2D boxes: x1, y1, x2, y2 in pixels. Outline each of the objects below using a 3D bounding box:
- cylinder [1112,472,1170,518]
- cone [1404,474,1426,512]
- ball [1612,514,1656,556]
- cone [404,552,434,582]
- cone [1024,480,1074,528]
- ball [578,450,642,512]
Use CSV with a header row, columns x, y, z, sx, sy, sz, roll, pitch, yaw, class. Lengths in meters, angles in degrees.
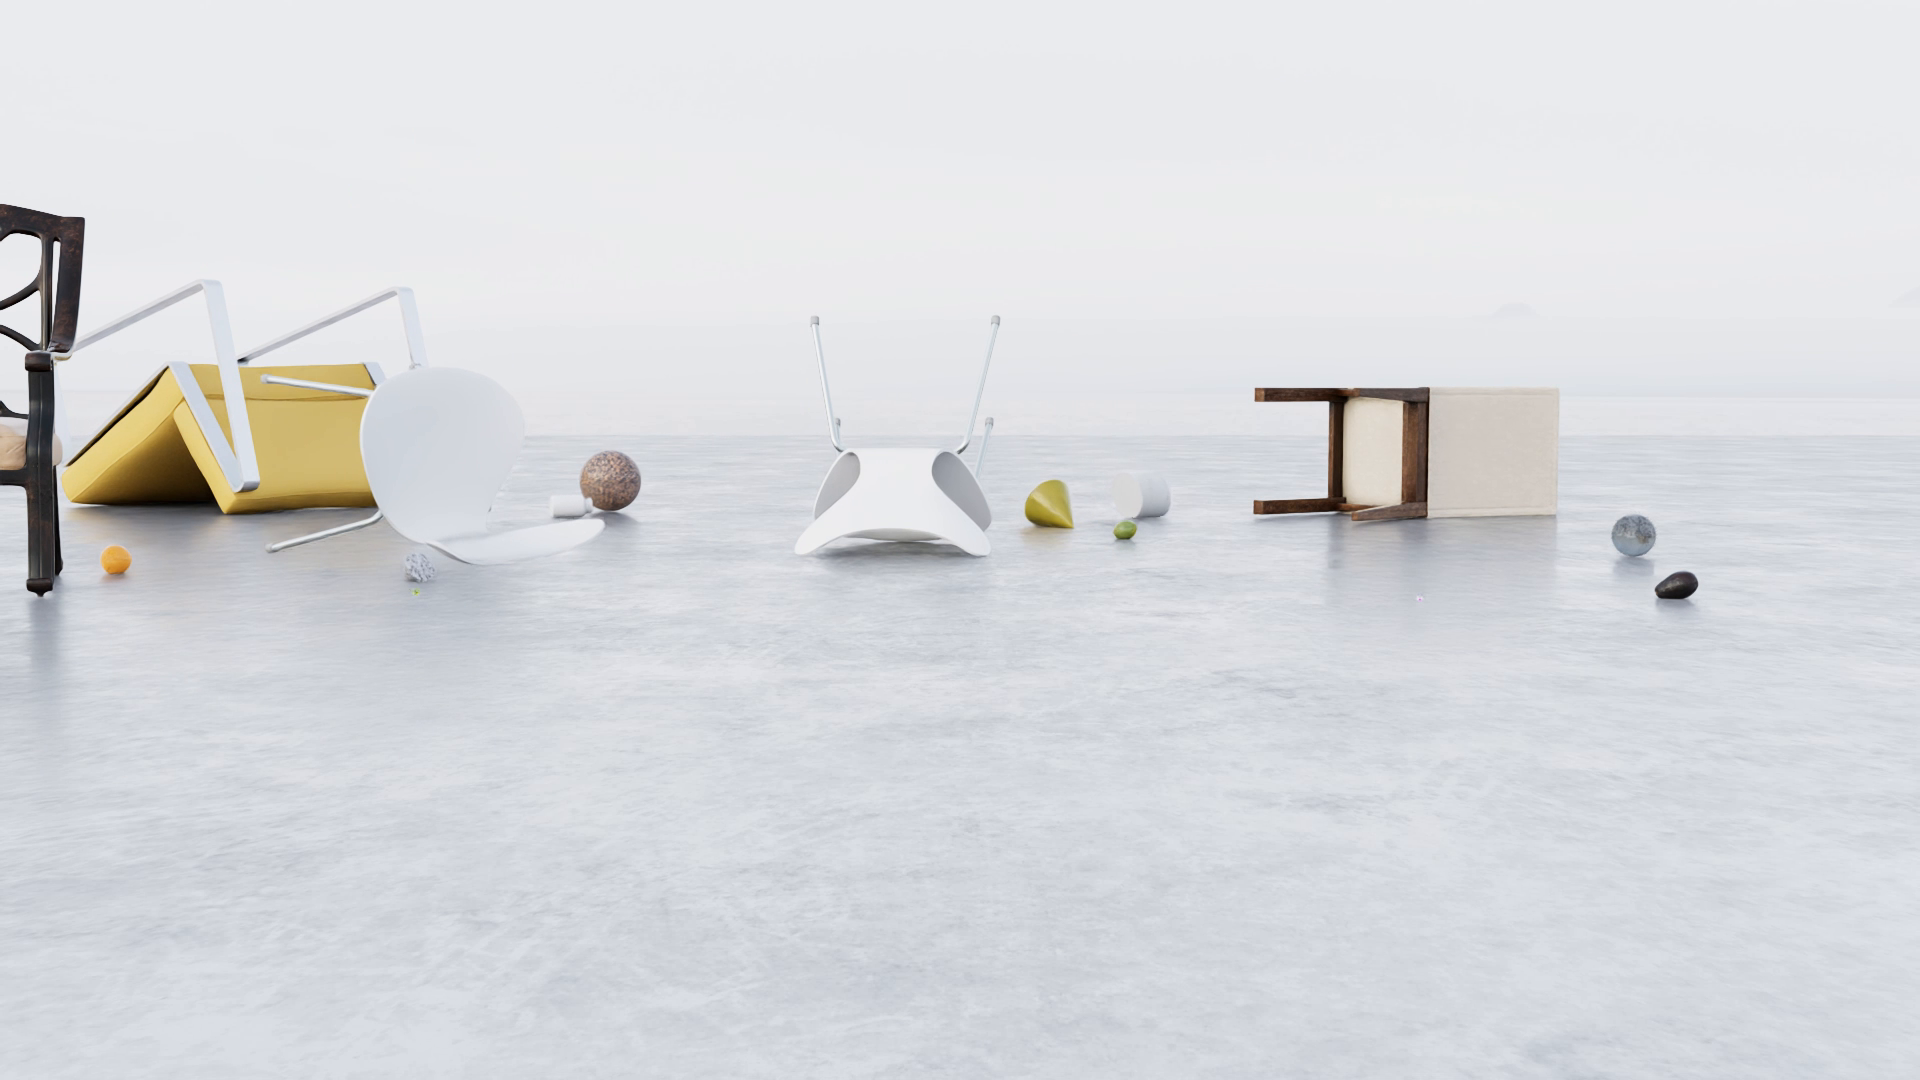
x,y,z,sx,sy,sz,roll,pitch,yaw,class
0.635,-0.160,7.701,0.134,0.172,0.144,-3,-37,-38,cylinder
1.683,-0.179,8.124,0.074,0.142,0.092,-2,5,-30,cone
1.804,-0.013,5.886,0.116,0.116,0.116,0,4,0,ball
-1.286,0.079,5.163,0.054,0.078,0.111,-38,9,18,cone
0.327,-0.080,7.153,0.177,0.171,0.169,24,15,-42,cone
-1.282,-0.218,8.059,0.227,0.227,0.227,0,4,0,ball
